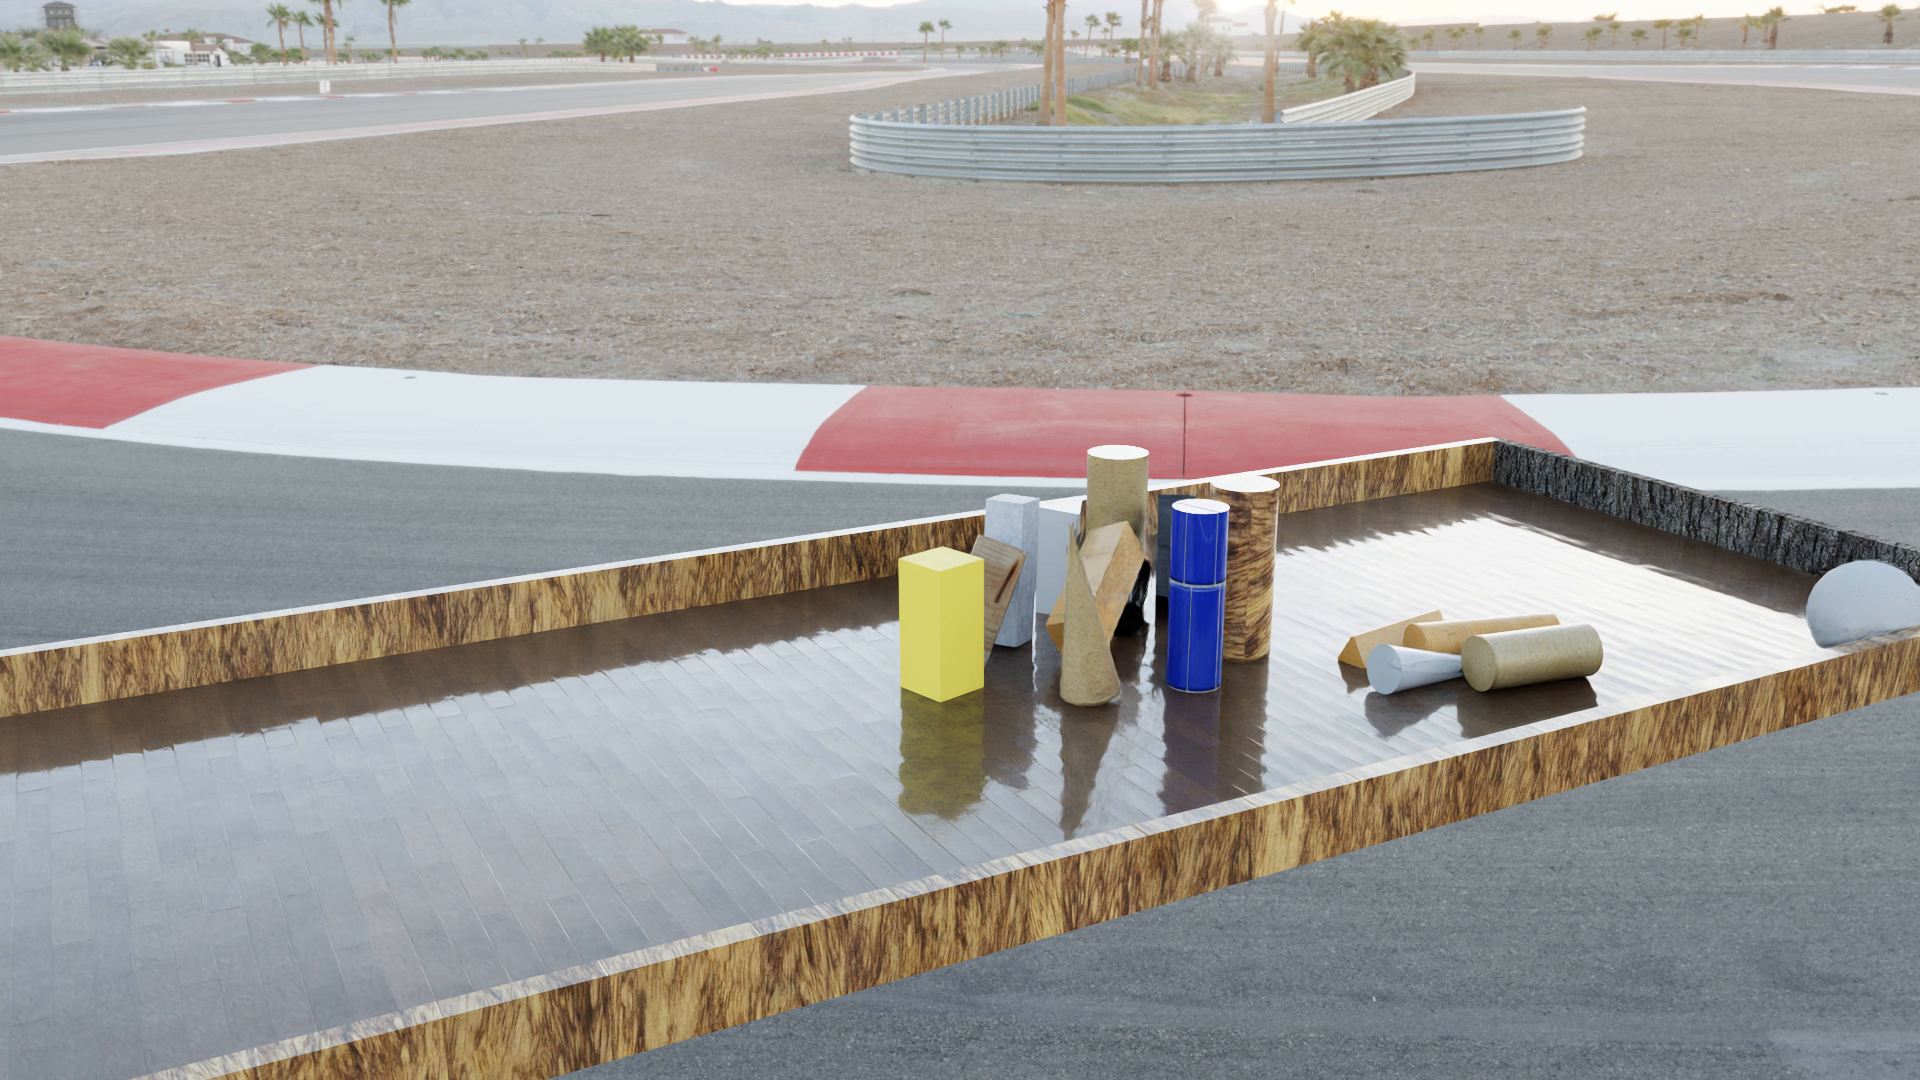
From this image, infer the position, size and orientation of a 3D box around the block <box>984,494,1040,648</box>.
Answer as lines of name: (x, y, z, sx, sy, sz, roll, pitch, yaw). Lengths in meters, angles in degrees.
block: (0.132, 0.080, 4.385, 0.107, 0.386, 0.107, 8, 13, 25)

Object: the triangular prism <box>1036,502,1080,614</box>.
triangular prism: (0.304, 0.052, 4.633, 0.138, 0.308, 0.119, 12, 20, 34)

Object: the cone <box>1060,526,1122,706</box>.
cone: (0.289, 0.164, 3.948, 0.151, 0.457, 0.151, -7, 26, 3)

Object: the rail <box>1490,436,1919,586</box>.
rail: (2.466, -0.048, 5.253, 0.050, 0.150, 2.100, -9, 18, -27)

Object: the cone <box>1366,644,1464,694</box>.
cone: (1.242, 0.318, 4.162, 0.450, 0.124, 0.124, 0, 14, -28)

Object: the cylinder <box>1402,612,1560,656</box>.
cylinder: (1.352, 0.259, 4.267, 0.391, 0.117, 0.117, -4, 17, -13)

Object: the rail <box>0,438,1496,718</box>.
rail: (-3.305, 0.497, 3.399, 12.000, 0.150, 0.050, -9, 18, -27)

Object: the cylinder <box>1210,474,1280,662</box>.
cylinder: (0.731, 0.073, 4.298, 0.176, 0.456, 0.176, 0, 16, 0)

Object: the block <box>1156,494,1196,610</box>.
block: (0.614, 0.036, 4.690, 0.106, 0.312, 0.106, 2, -25, 7)

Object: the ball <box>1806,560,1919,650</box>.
ball: (2.319, 0.190, 4.221, 0.275, 0.275, 0.275, 0, 16, 0)

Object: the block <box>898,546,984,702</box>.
block: (-0.045, 0.205, 4.062, 0.147, 0.334, 0.147, -15, 22, -41)

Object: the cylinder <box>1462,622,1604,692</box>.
cylinder: (1.430, 0.290, 4.122, 0.318, 0.139, 0.139, -6, 17, -18)

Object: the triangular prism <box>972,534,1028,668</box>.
triangular prism: (0.050, 0.152, 4.275, 0.135, 0.317, 0.117, 20, 3, -7)

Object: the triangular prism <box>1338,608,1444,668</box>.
triangular prism: (1.153, 0.252, 4.355, 0.362, 0.076, 0.088, -12, 20, -36)

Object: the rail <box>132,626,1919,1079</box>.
rail: (-2.336, 1.006, 1.665, 12.000, 0.150, 0.050, -9, 18, -27)

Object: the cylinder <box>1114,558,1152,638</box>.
cylinder: (0.465, 0.145, 4.588, 0.115, 0.115, 0.334, 3, 24, 9)

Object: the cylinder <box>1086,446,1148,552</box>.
cylinder: (0.456, -0.055, 4.811, 0.176, 0.413, 0.176, 0, 16, 0)

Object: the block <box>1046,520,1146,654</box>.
block: (0.365, 0.132, 4.383, 0.120, 0.120, 0.431, -14, 29, 32)

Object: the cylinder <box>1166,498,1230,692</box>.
cylinder: (0.585, 0.138, 4.072, 0.139, 0.458, 0.139, 0, 16, 0)
